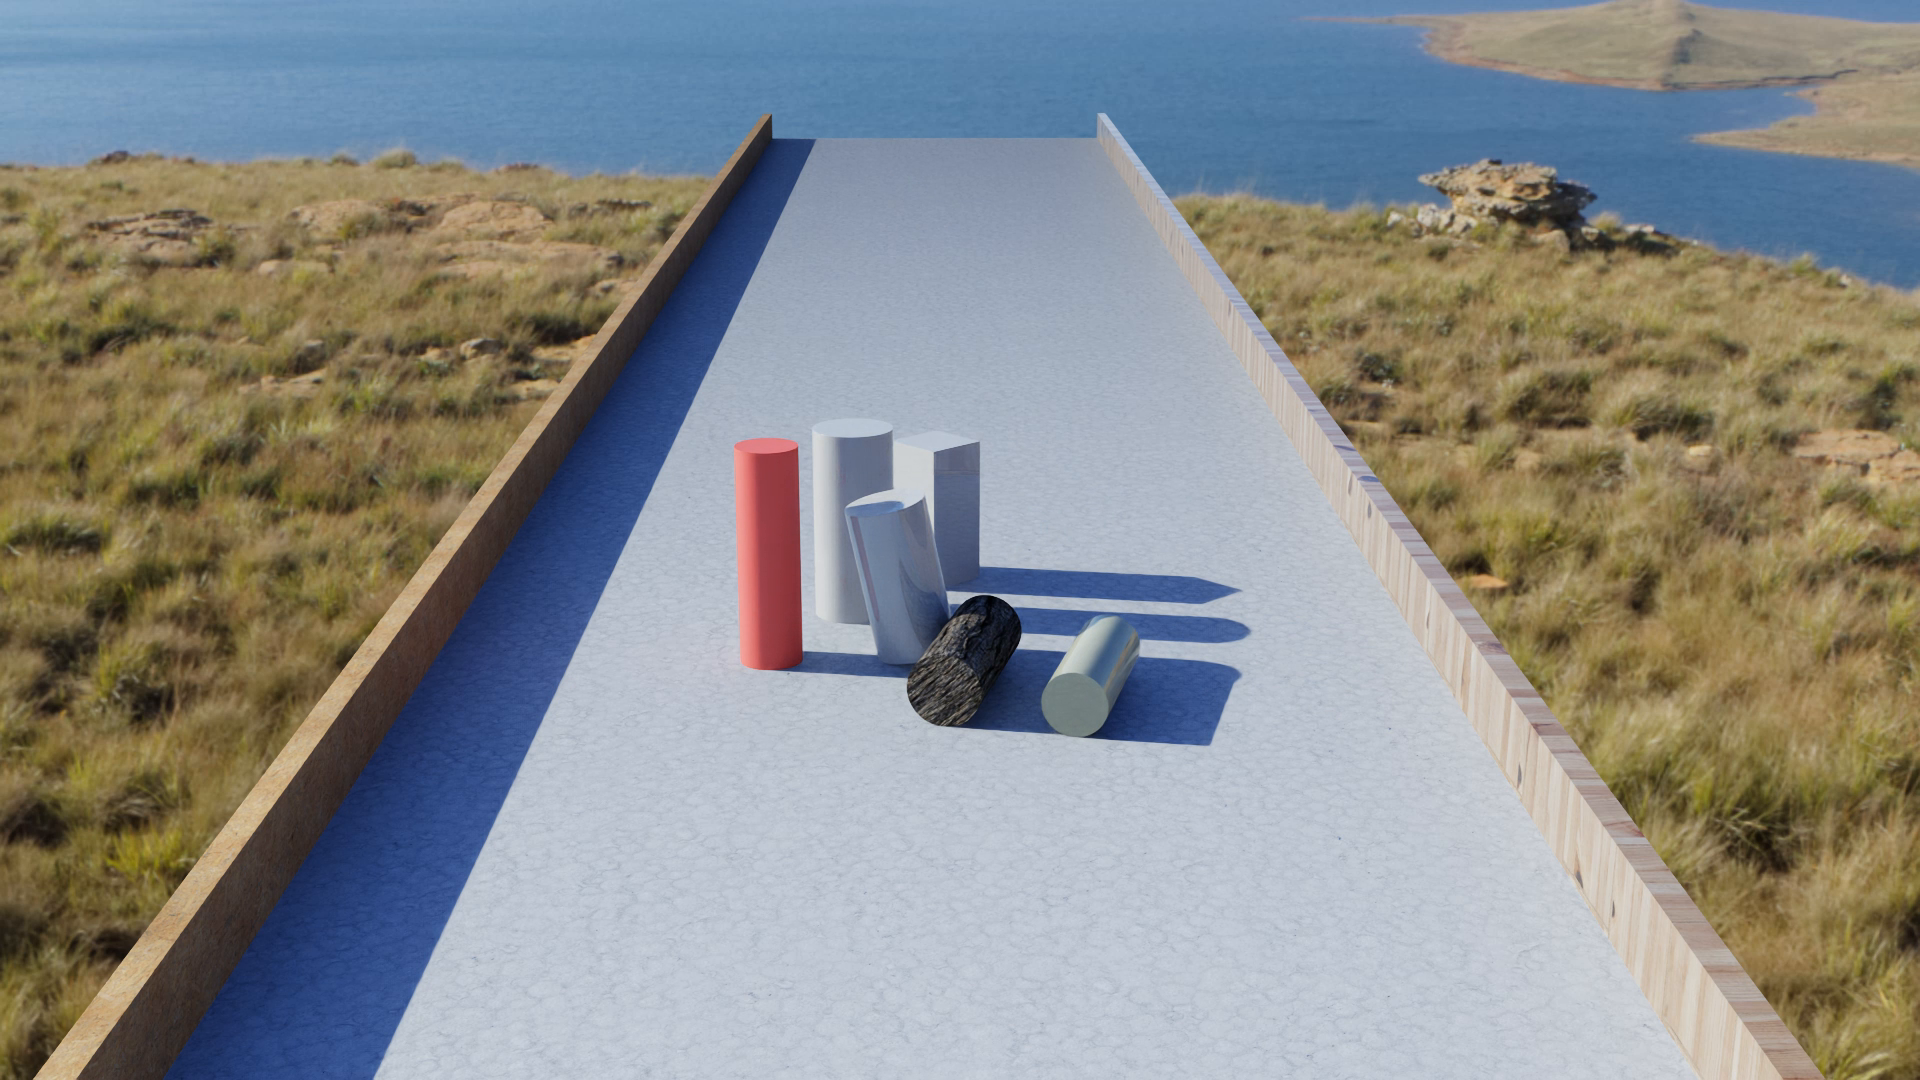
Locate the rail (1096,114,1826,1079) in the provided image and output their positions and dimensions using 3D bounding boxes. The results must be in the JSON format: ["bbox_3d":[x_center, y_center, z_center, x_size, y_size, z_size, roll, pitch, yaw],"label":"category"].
[{"bbox_3d":[0.932,-0.844,7.801,0.050,0.150,12.000,0,17,-1],"label":"rail"}]

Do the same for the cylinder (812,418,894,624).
[{"bbox_3d":[-0.224,-0.041,4.655,0.171,0.404,0.171,0,17,0],"label":"cylinder"}]

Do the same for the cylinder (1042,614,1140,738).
[{"bbox_3d":[0.251,0.253,4.158,0.125,0.125,0.342,4,17,14],"label":"cylinder"}]

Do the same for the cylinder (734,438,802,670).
[{"bbox_3d":[-0.378,0.028,4.355,0.125,0.443,0.125,0,17,0],"label":"cylinder"}]

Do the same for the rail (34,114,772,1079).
[{"bbox_3d":[-1.118,-0.838,7.780,0.050,0.150,12.000,0,17,-1],"label":"rail"}]

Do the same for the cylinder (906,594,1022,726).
[{"bbox_3d":[0.012,0.227,4.216,0.141,0.141,0.364,4,17,13],"label":"cylinder"}]

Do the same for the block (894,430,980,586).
[{"bbox_3d":[-0.055,-0.068,4.901,0.140,0.315,0.140,-15,22,-41],"label":"block"}]

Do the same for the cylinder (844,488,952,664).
[{"bbox_3d":[-0.118,0.072,4.390,0.163,0.313,0.163,-11,17,3],"label":"cylinder"}]
